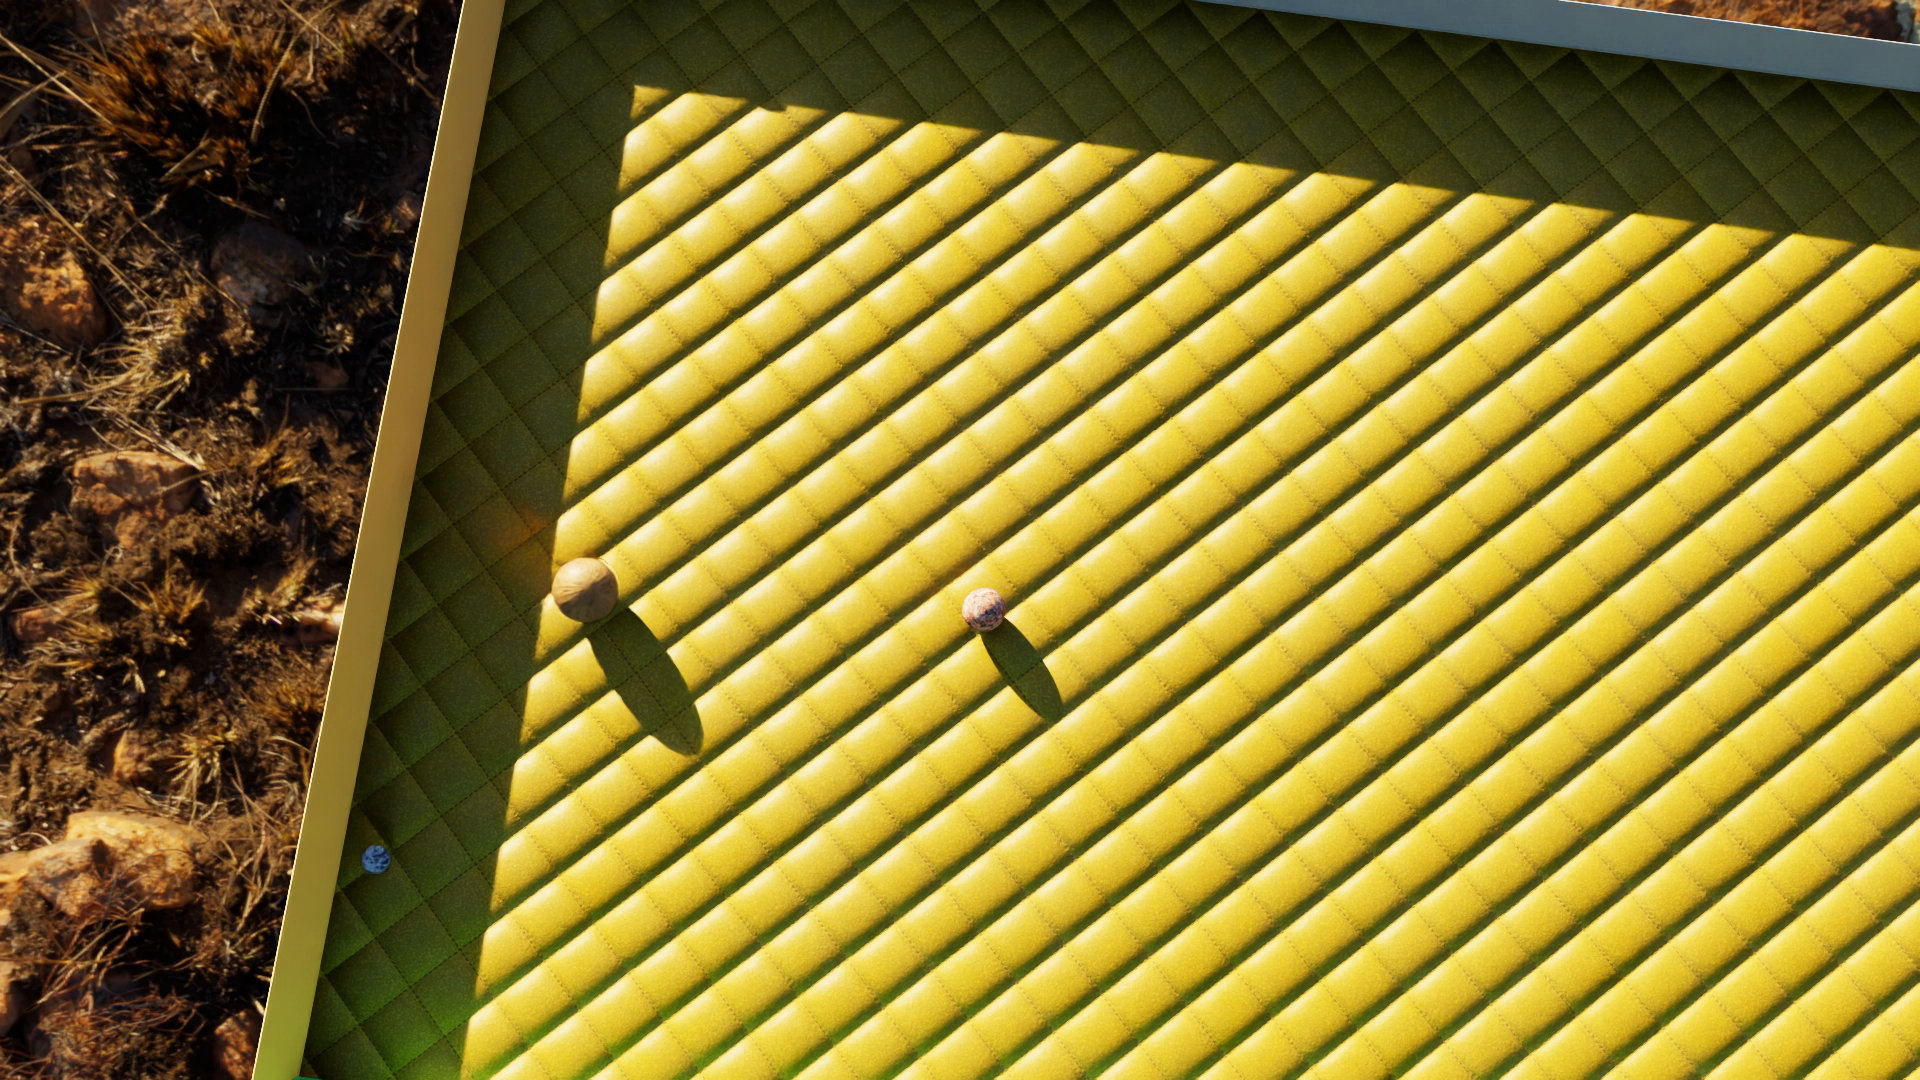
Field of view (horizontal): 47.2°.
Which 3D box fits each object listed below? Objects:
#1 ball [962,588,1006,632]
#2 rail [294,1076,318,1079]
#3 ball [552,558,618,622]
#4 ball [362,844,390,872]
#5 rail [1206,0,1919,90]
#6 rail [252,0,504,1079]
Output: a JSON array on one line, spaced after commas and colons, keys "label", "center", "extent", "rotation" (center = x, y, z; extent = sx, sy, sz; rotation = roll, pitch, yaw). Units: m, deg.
[{"label": "ball", "center": [0.036, 0.104, 3.284], "extent": [0.065, 0.065, 0.065], "rotation": [0, 78, 0]}, {"label": "rail", "center": [0.736, 1.005, 3.065], "extent": [3.477, 0.126, 0.045], "rotation": [8, 78, 2]}, {"label": "ball", "center": [-0.558, 0.074, 3.274], "extent": [0.097, 0.097, 0.097], "rotation": [0, 78, 0]}, {"label": "ball", "center": [-0.856, 0.467, 3.221], "extent": [0.040, 0.040, 0.040], "rotation": [0, 78, 0]}, {"label": "rail", "center": [0.986, -0.788, 3.437], "extent": [3.477, 0.126, 0.045], "rotation": [8, 78, 2]}, {"label": "rail", "center": [-0.838, -0.118, 3.298], "extent": [0.045, 0.126, 1.896], "rotation": [8, 78, 2]}]
